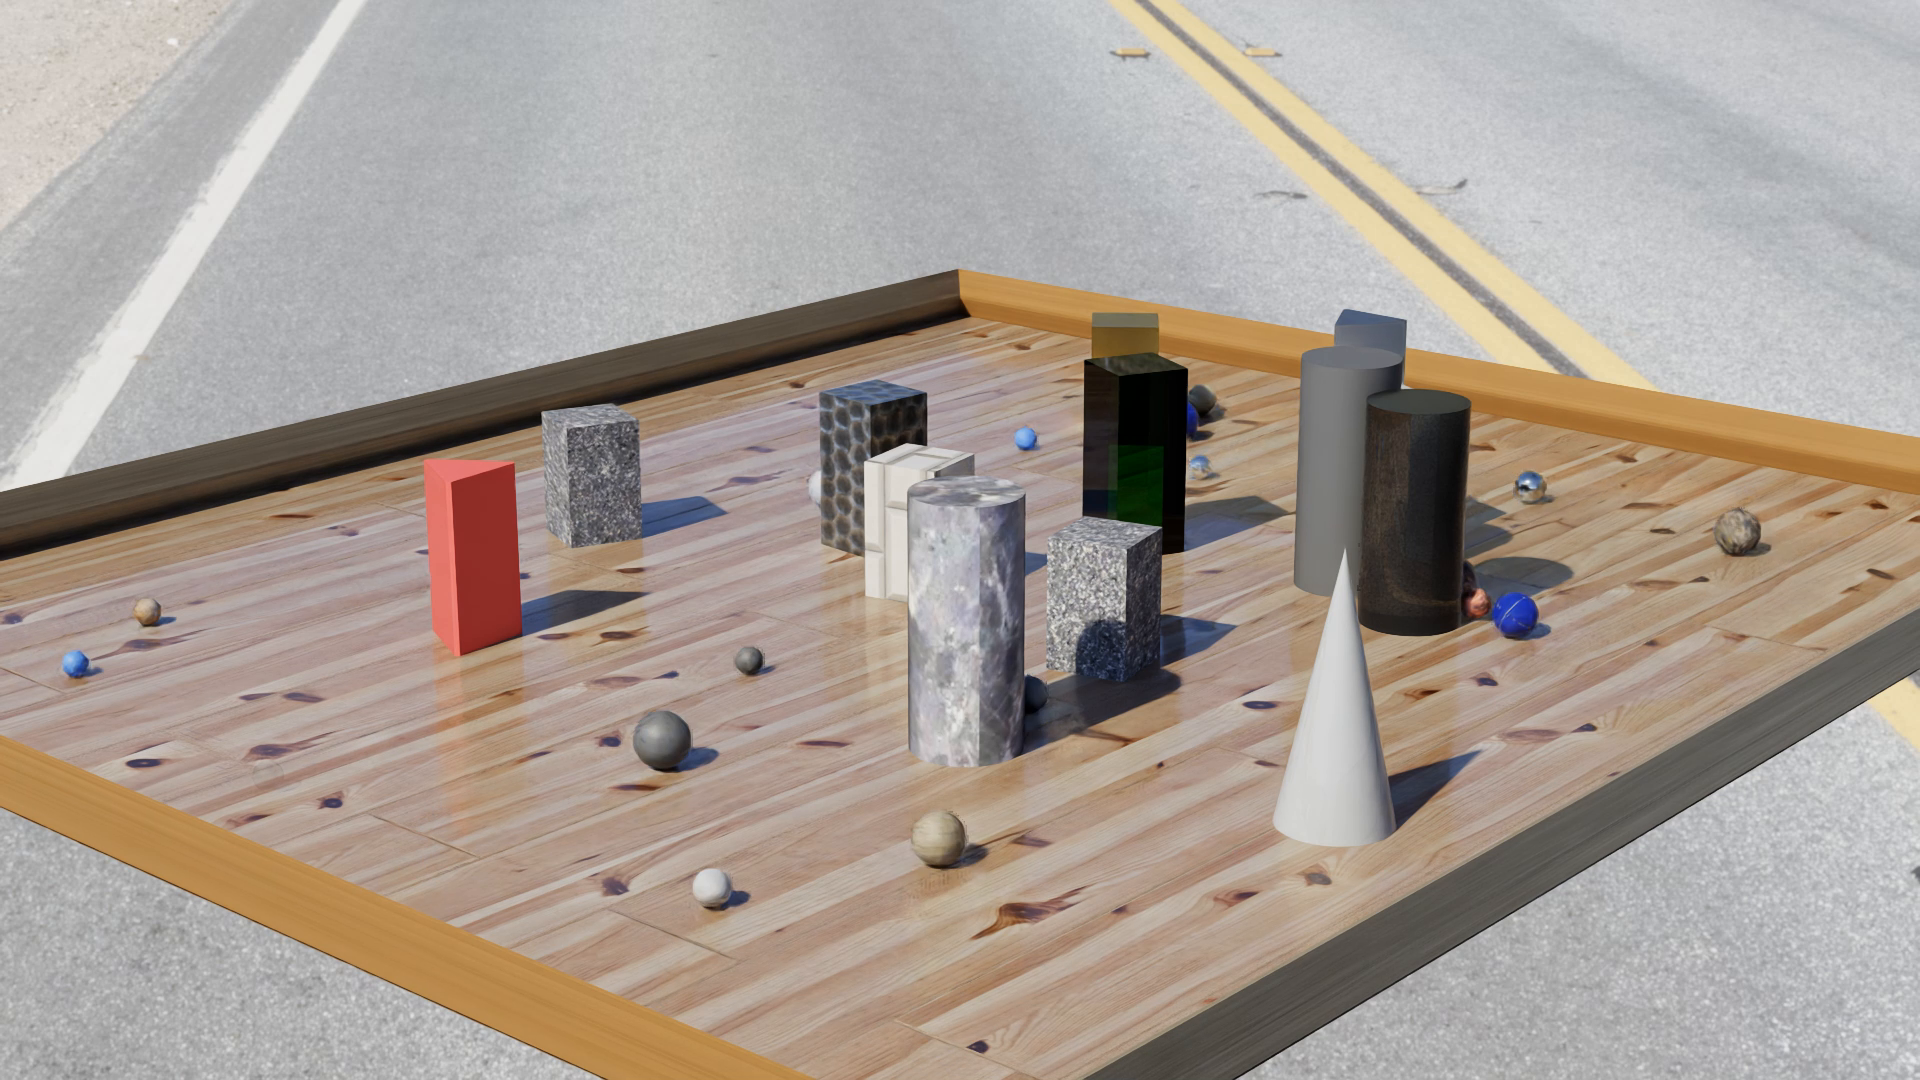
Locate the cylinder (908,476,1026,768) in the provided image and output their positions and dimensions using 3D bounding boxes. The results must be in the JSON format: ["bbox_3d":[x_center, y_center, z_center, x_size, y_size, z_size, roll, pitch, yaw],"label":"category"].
[{"bbox_3d":[0.009,0.119,4.337,0.173,0.397,0.173,0,17,0],"label":"cylinder"}]

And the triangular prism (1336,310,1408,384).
[{"bbox_3d":[0.783,-0.287,5.807,0.150,0.320,0.130,-5,18,-16],"label":"triangular prism"}]

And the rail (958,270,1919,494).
[{"bbox_3d":[1.076,-0.332,6.308,2.903,0.112,0.045,14,22,39],"label":"rail"}]

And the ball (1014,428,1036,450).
[{"bbox_3d":[0.134,-0.207,6.014,0.047,0.047,0.047,0,17,0],"label":"ball"}]

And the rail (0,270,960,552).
[{"bbox_3d":[-1.078,-0.244,6.018,0.045,0.112,3.330,14,22,39],"label":"rail"}]

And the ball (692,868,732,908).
[{"bbox_3d":[-0.323,0.454,3.828,0.051,0.051,0.051,0,17,0],"label":"ball"}]

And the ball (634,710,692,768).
[{"bbox_3d":[-0.437,0.293,4.300,0.085,0.085,0.085,0,17,0],"label":"ball"}]

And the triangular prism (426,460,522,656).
[{"bbox_3d":[-0.829,0.020,4.838,0.130,0.295,0.150,12,21,35],"label":"triangular prism"}]

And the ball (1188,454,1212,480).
[{"bbox_3d":[0.475,-0.145,5.804,0.048,0.048,0.048,0,17,0],"label":"ball"}]

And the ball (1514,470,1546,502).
[{"bbox_3d":[1.098,-0.102,5.642,0.061,0.061,0.061,0,17,0],"label":"ball"}]

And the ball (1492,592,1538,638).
[{"bbox_3d":[0.923,0.124,4.873,0.076,0.076,0.076,0,17,0],"label":"ball"}]

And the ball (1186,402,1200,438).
[{"bbox_3d":[0.453,-0.249,6.083,0.087,0.087,0.087,0,17,0],"label":"ball"}]

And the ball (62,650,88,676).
[{"bbox_3d":[-1.416,0.198,4.690,0.041,0.041,0.041,0,17,0],"label":"ball"}]

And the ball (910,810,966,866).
[{"bbox_3d":[-0.029,0.403,3.958,0.074,0.074,0.074,0,17,0],"label":"ball"}]

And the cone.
[{"bbox_3d":[0.525,0.203,4.049,0.173,0.404,0.173,0,17,0],"label":"cone"}]

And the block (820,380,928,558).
[{"bbox_3d":[-0.157,-0.130,5.343,0.138,0.288,0.138,-16,23,-41],"label":"block"}]

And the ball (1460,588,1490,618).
[{"bbox_3d":[0.872,0.106,4.961,0.052,0.052,0.052,0,17,0],"label":"ball"}]

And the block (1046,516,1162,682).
[{"bbox_3d":[0.233,0.094,4.723,0.138,0.221,0.138,9,19,26],"label":"block"}]

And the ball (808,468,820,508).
[{"bbox_3d":[-0.247,-0.099,5.589,0.085,0.085,0.085,0,17,0],"label":"ball"}]

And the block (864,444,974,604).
[{"bbox_3d":[-0.069,-0.026,5.082,0.138,0.242,0.138,10,19,29],"label":"block"}]

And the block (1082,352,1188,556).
[{"bbox_3d":[0.316,-0.152,5.322,0.138,0.344,0.138,-7,18,-23],"label":"block"}]

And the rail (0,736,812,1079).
[{"bbox_3d":[-1.076,0.389,3.936,2.903,0.112,0.045,14,22,39],"label":"rail"}]

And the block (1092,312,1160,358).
[{"bbox_3d":[0.344,-0.343,6.132,0.138,0.238,0.138,1,17,3],"label":"block"}]

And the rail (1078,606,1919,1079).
[{"bbox_3d":[1.078,0.300,4.227,0.045,0.112,3.330,14,22,39],"label":"rail"}]

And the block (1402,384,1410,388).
[{"bbox_3d":[0.770,-0.135,5.378,0.138,0.277,0.138,-7,18,-23],"label":"block"}]

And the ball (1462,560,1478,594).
[{"bbox_3d":[0.851,0.067,5.038,0.075,0.075,0.075,0,17,0],"label":"ball"}]

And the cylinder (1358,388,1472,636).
[{"bbox_3d":[0.759,-0.047,4.910,0.173,0.382,0.173,0,17,0],"label":"cylinder"}]

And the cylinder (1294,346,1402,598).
[{"bbox_3d":[0.674,-0.119,5.103,0.173,0.407,0.173,0,17,0],"label":"cylinder"}]

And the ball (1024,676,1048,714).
[{"bbox_3d":[0.106,0.238,4.527,0.058,0.058,0.058,0,17,0],"label":"ball"}]

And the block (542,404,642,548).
[{"bbox_3d":[-0.680,-0.120,5.416,0.138,0.227,0.138,-8,19,-26],"label":"block"}]

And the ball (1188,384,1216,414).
[{"bbox_3d":[0.519,-0.303,6.301,0.063,0.063,0.063,0,17,0],"label":"ball"}]

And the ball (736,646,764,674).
[{"bbox_3d":[-0.338,0.193,4.699,0.045,0.045,0.045,0,17,0],"label":"ball"}]

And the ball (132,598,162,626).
[{"bbox_3d":[-1.368,0.120,4.937,0.046,0.046,0.046,0,17,0],"label":"ball"}]

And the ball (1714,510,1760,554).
[{"bbox_3d":[1.411,-0.015,5.319,0.082,0.082,0.082,0,17,0],"label":"ball"}]
